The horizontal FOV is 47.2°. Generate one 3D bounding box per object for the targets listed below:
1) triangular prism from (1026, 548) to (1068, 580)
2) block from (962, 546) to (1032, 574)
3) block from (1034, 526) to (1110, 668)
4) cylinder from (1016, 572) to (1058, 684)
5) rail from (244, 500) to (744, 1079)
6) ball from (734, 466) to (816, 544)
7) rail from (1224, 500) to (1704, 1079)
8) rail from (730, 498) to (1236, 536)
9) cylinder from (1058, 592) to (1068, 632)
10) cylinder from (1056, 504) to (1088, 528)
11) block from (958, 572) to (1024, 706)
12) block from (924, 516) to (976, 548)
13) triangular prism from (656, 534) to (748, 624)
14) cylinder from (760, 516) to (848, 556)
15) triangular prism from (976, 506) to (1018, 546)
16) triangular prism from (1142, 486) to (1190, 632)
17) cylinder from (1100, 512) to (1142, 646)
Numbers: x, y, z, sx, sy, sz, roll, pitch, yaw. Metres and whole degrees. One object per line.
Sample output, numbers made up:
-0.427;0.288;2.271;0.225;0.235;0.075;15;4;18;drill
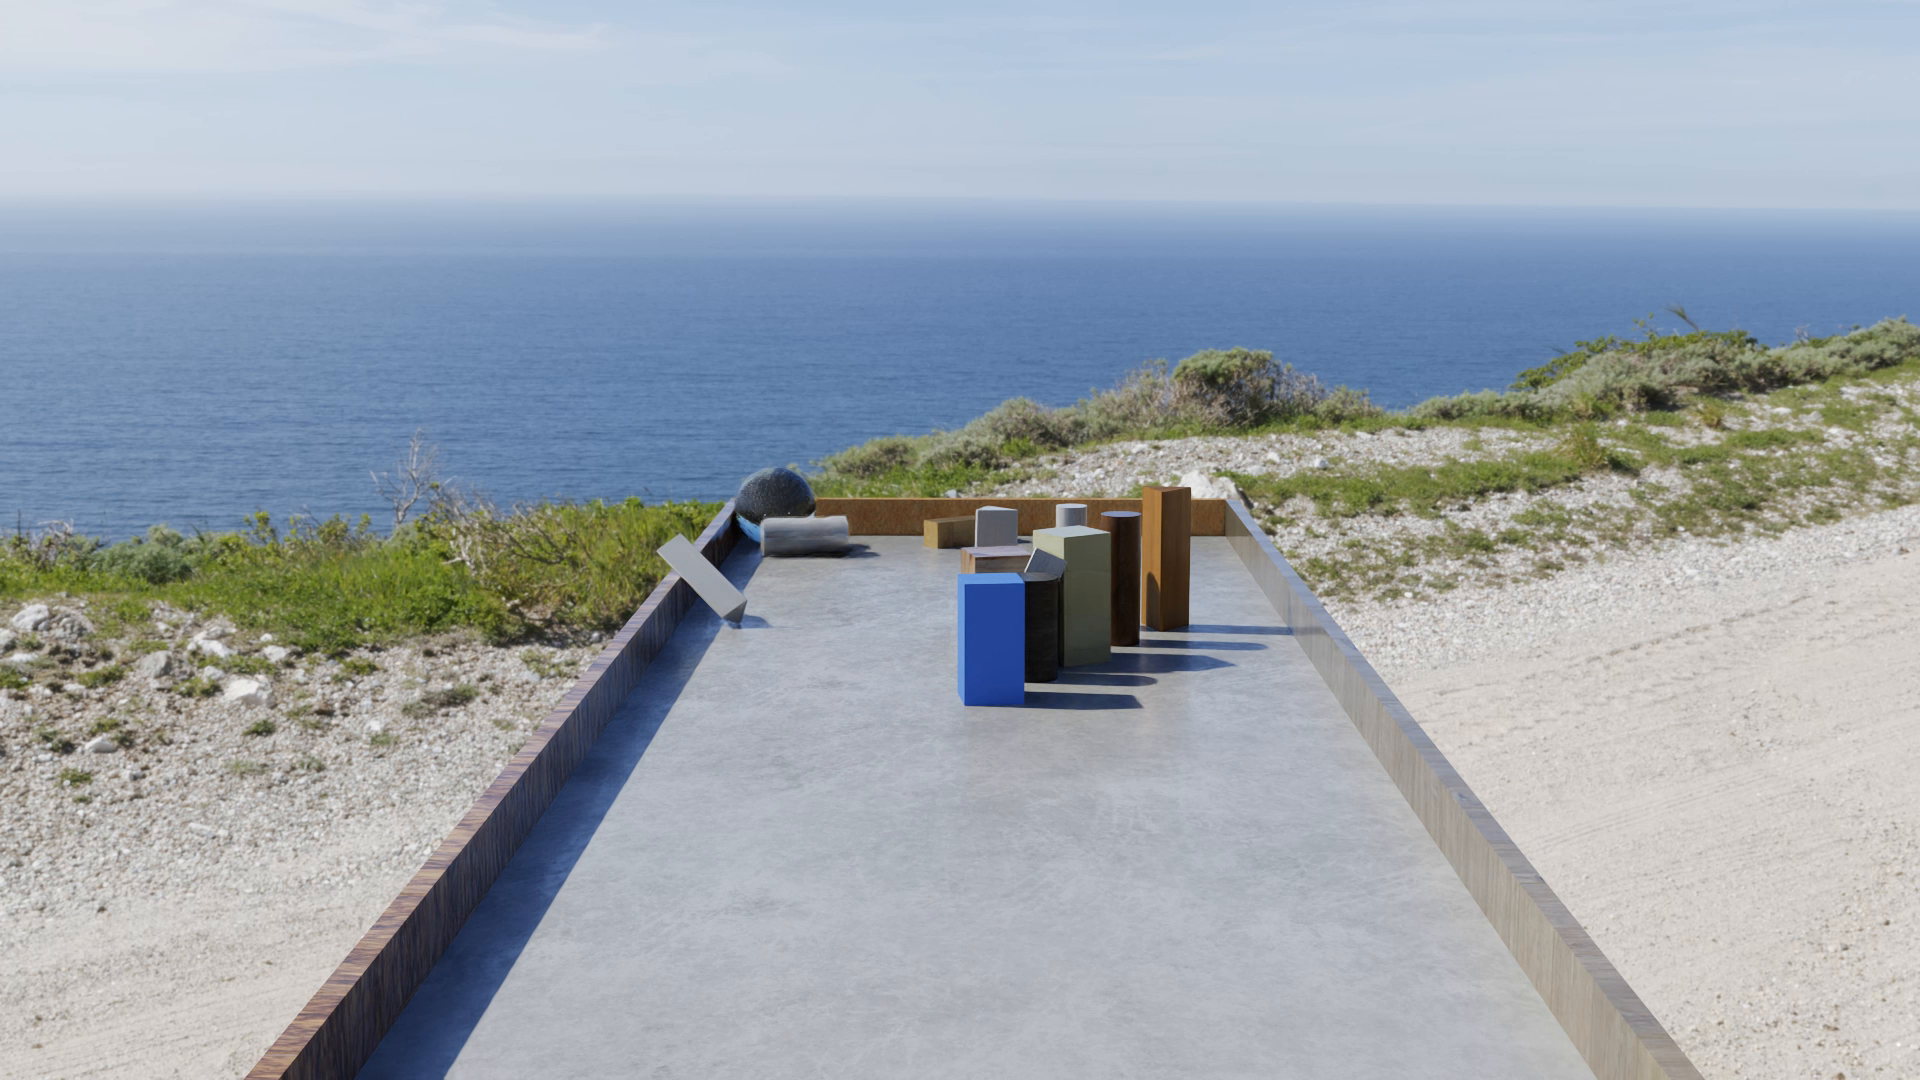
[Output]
0.194;0.204;6.563;0.105;0.360;0.091;24;2;-6;triangular prism
0.111;0.198;6.702;0.178;0.331;0.178;-2;10;-13;block
0.340;0.168;6.679;0.169;0.395;0.169;-6;11;-30;block
0.210;0.255;6.436;0.153;0.301;0.153;0;9;0;cylinder
-1.004;0.839;3.234;0.050;0.150;12.000;0;9;1;rail
-0.740;-0.132;8.807;0.324;0.324;0.324;0;9;0;ball
1.046;0.843;3.208;0.050;0.150;12.000;0;9;1;rail
0.099;-0.098;9.147;2.100;0.150;0.050;0;9;1;rail
0.172;0.243;7.074;0.333;0.125;0.125;-3;10;-21;cylinder
0.363;0.086;7.189;0.102;0.400;0.102;0;9;0;cylinder
0.086;0.277;6.168;0.168;0.343;0.168;-1;9;-7;block
0.028;-0.037;8.913;0.345;0.104;0.104;-6;11;-32;block
-0.844;0.121;7.303;0.377;0.089;0.103;42;9;30;triangular prism
-0.612;-0.014;8.628;0.329;0.147;0.147;-2;9;-13;cylinder
0.102;0.088;7.202;0.140;0.389;0.121;0;8;-14;triangular prism
0.652;0.055;7.197;0.134;0.458;0.155;8;12;40;triangular prism
0.505;0.122;6.927;0.127;0.412;0.127;0;9;0;cylinder
